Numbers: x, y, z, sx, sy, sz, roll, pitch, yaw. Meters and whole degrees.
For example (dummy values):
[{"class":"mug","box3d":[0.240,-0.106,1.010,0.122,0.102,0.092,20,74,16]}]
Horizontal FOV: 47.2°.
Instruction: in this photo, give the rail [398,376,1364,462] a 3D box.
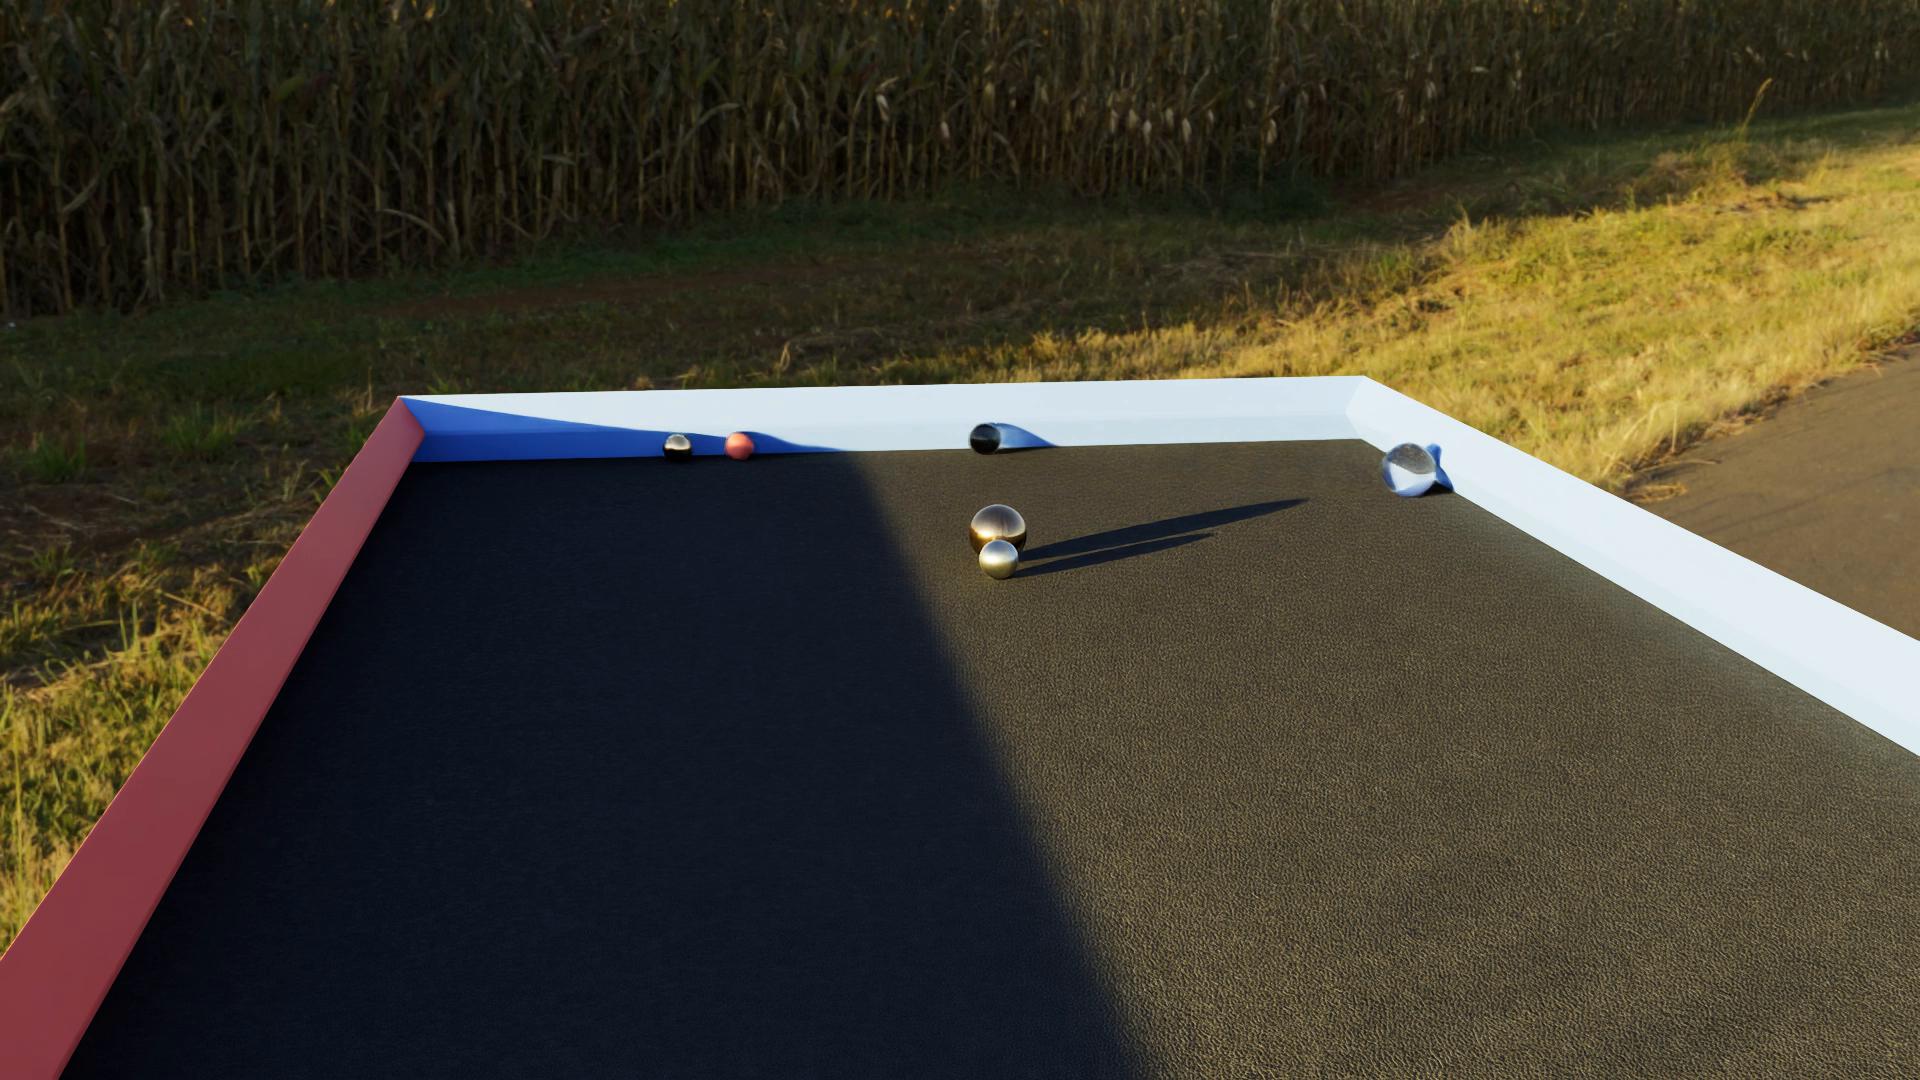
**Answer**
[{"class":"rail","box3d":[-0.106,-0.202,3.697,1.638,0.109,0.045,-2,13,-8]}]

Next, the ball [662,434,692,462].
[{"class":"ball","box3d":[-0.466,-0.151,3.618,0.047,0.047,0.047,0,13,0]}]

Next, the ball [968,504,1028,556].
[{"class":"ball","box3d":[0.050,-0.008,2.927,0.078,0.078,0.078,0,13,0]}]

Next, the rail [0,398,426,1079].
[{"class":"rail","box3d":[-0.679,0.176,2.048,0.045,0.109,3.245,-2,13,-8]}]

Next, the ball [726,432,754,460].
[{"class":"ball","box3d":[-0.363,-0.155,3.640,0.045,0.045,0.045,0,13,0]}]

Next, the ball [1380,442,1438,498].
[{"class":"ball","box3d":[0.682,-0.107,3.343,0.084,0.084,0.084,0,13,0]}]

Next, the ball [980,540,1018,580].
[{"class":"ball","box3d":[0.050,0.025,2.842,0.051,0.051,0.051,0,13,0]}]

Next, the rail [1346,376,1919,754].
[{"class":"rail","box3d":[0.897,0.128,2.257,0.045,0.109,3.245,-2,13,-8]}]

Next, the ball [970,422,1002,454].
[{"class":"ball","box3d":[0.042,-0.170,3.687,0.053,0.053,0.053,0,13,0]}]
